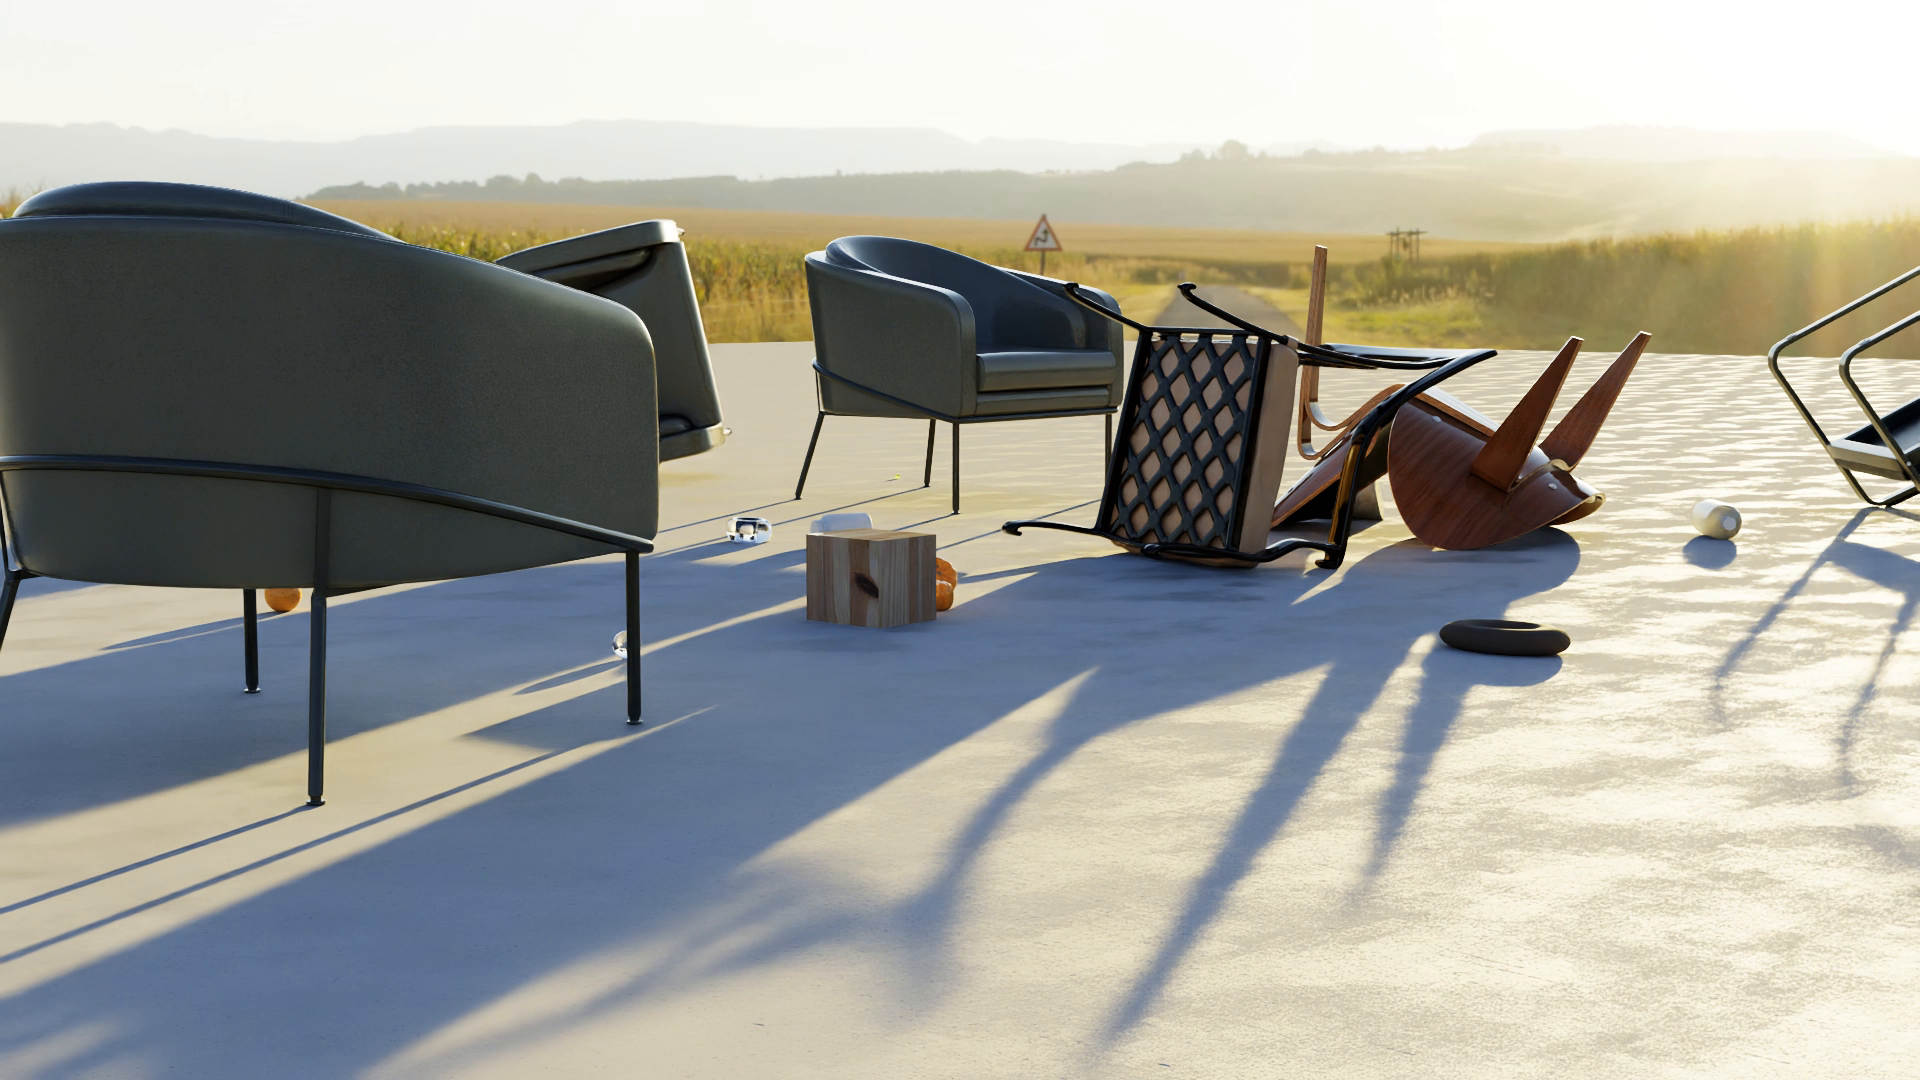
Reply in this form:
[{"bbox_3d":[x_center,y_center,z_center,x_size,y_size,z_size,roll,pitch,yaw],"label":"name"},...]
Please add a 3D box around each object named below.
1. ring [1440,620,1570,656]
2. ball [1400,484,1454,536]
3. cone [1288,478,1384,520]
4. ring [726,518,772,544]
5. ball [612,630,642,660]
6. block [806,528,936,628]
[{"bbox_3d":[0.961,0.172,4.528,0.249,0.046,0.157,5,9,43],"label":"ring"},{"bbox_3d":[1.184,-0.076,6.493,0.134,0.134,0.134,0,6,0],"label":"ball"},{"bbox_3d":[1.014,-0.087,6.979,0.257,0.115,0.155,-12,7,14],"label":"cone"},{"bbox_3d":[-0.525,-0.024,6.377,0.138,0.057,0.090,7,10,41],"label":"ring"},{"bbox_3d":[-0.573,0.181,4.414,0.050,0.050,0.050,0,6,0],"label":"ball"},{"bbox_3d":[-0.170,0.071,4.919,0.190,0.165,0.161,5,8,41],"label":"block"}]
